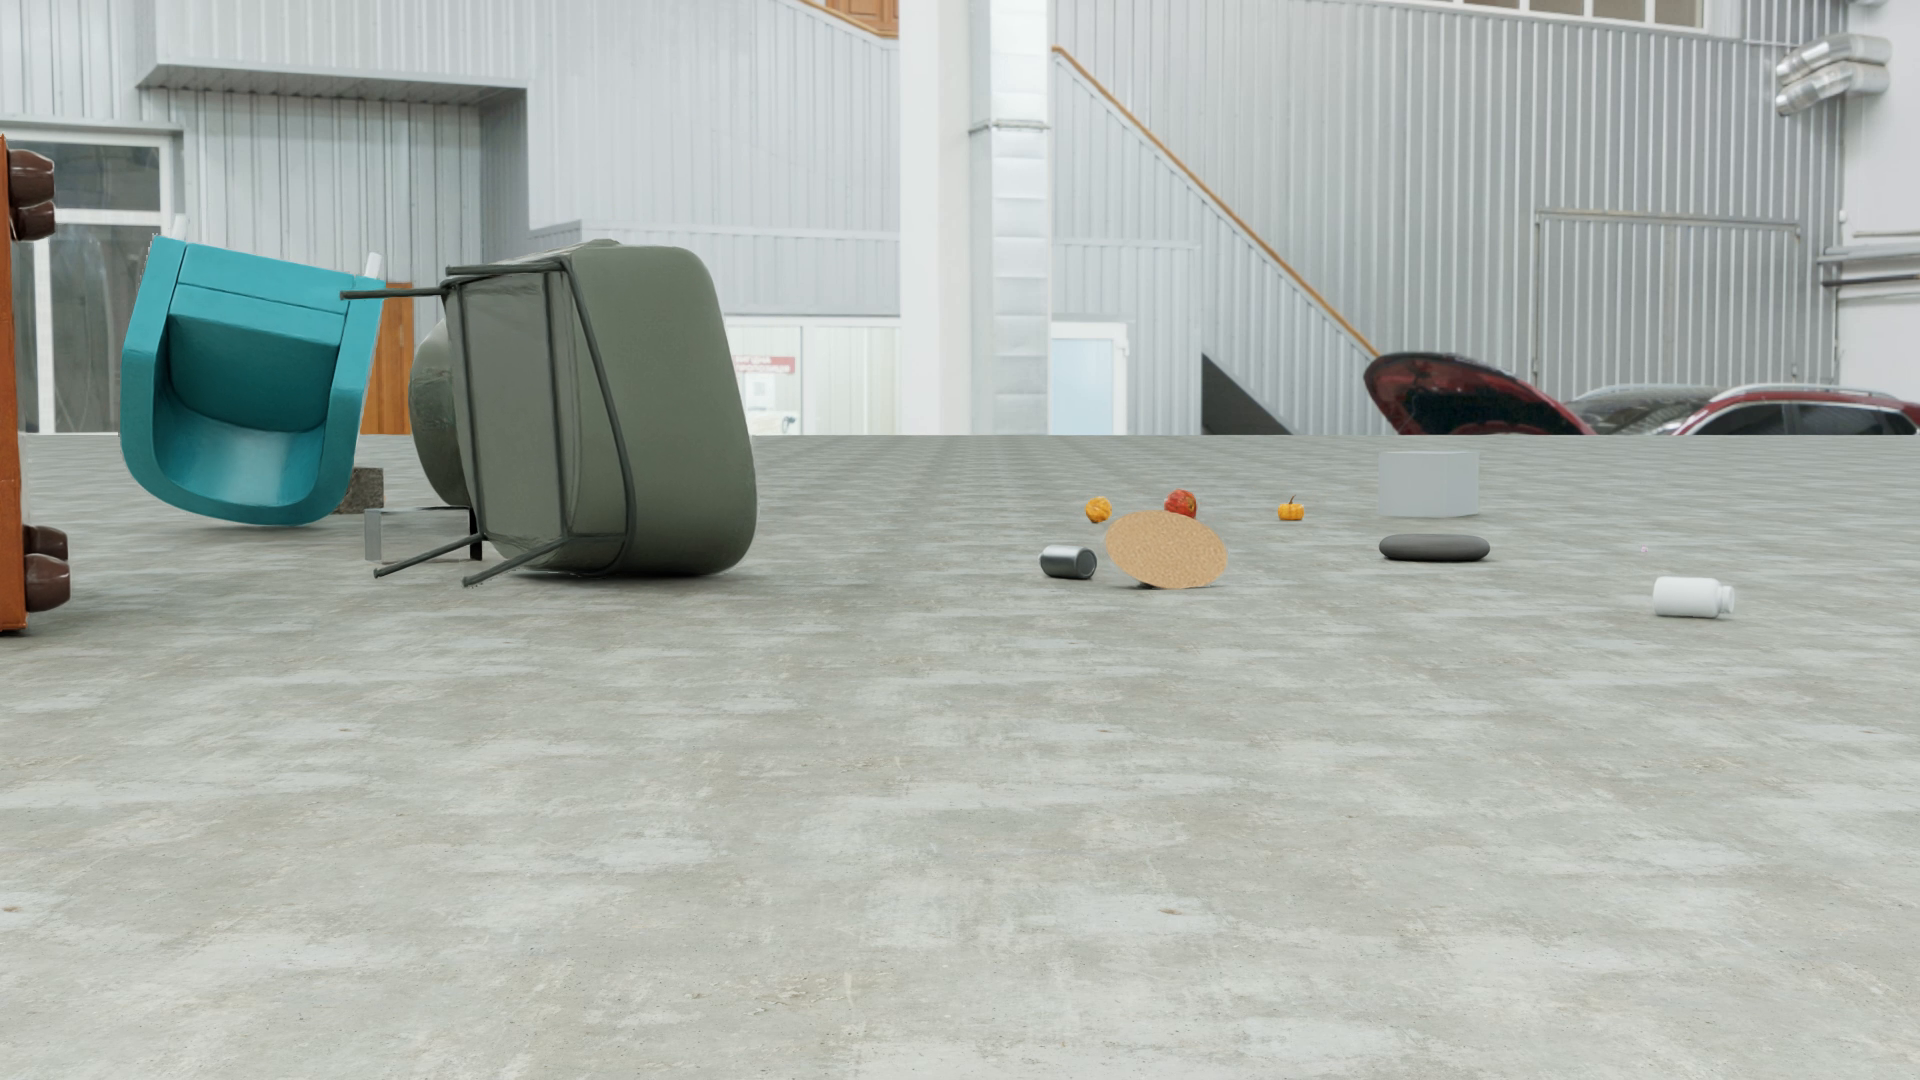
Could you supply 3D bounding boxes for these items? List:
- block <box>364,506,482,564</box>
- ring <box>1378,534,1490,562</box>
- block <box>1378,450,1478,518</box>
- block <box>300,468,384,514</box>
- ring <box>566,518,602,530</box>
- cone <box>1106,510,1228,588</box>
[{"bbox_3d":[-1.404,-0.013,5.751,0.262,0.136,0.174,-2,4,-28],"label":"block"},{"bbox_3d":[1.254,0.019,5.814,0.295,0.062,0.275,3,4,45],"label":"ring"},{"bbox_3d":[1.676,-0.202,7.864,0.255,0.223,0.303,3,5,34],"label":"block"},{"bbox_3d":[-2.247,-0.180,8.000,0.210,0.160,0.214,1,4,17],"label":"block"},{"bbox_3d":[-1.197,-0.050,7.016,0.116,0.036,0.150,-1,5,1],"label":"ring"},{"bbox_3d":[0.453,0.060,5.050,0.302,0.230,0.126,-1,-39,-22],"label":"cone"}]
